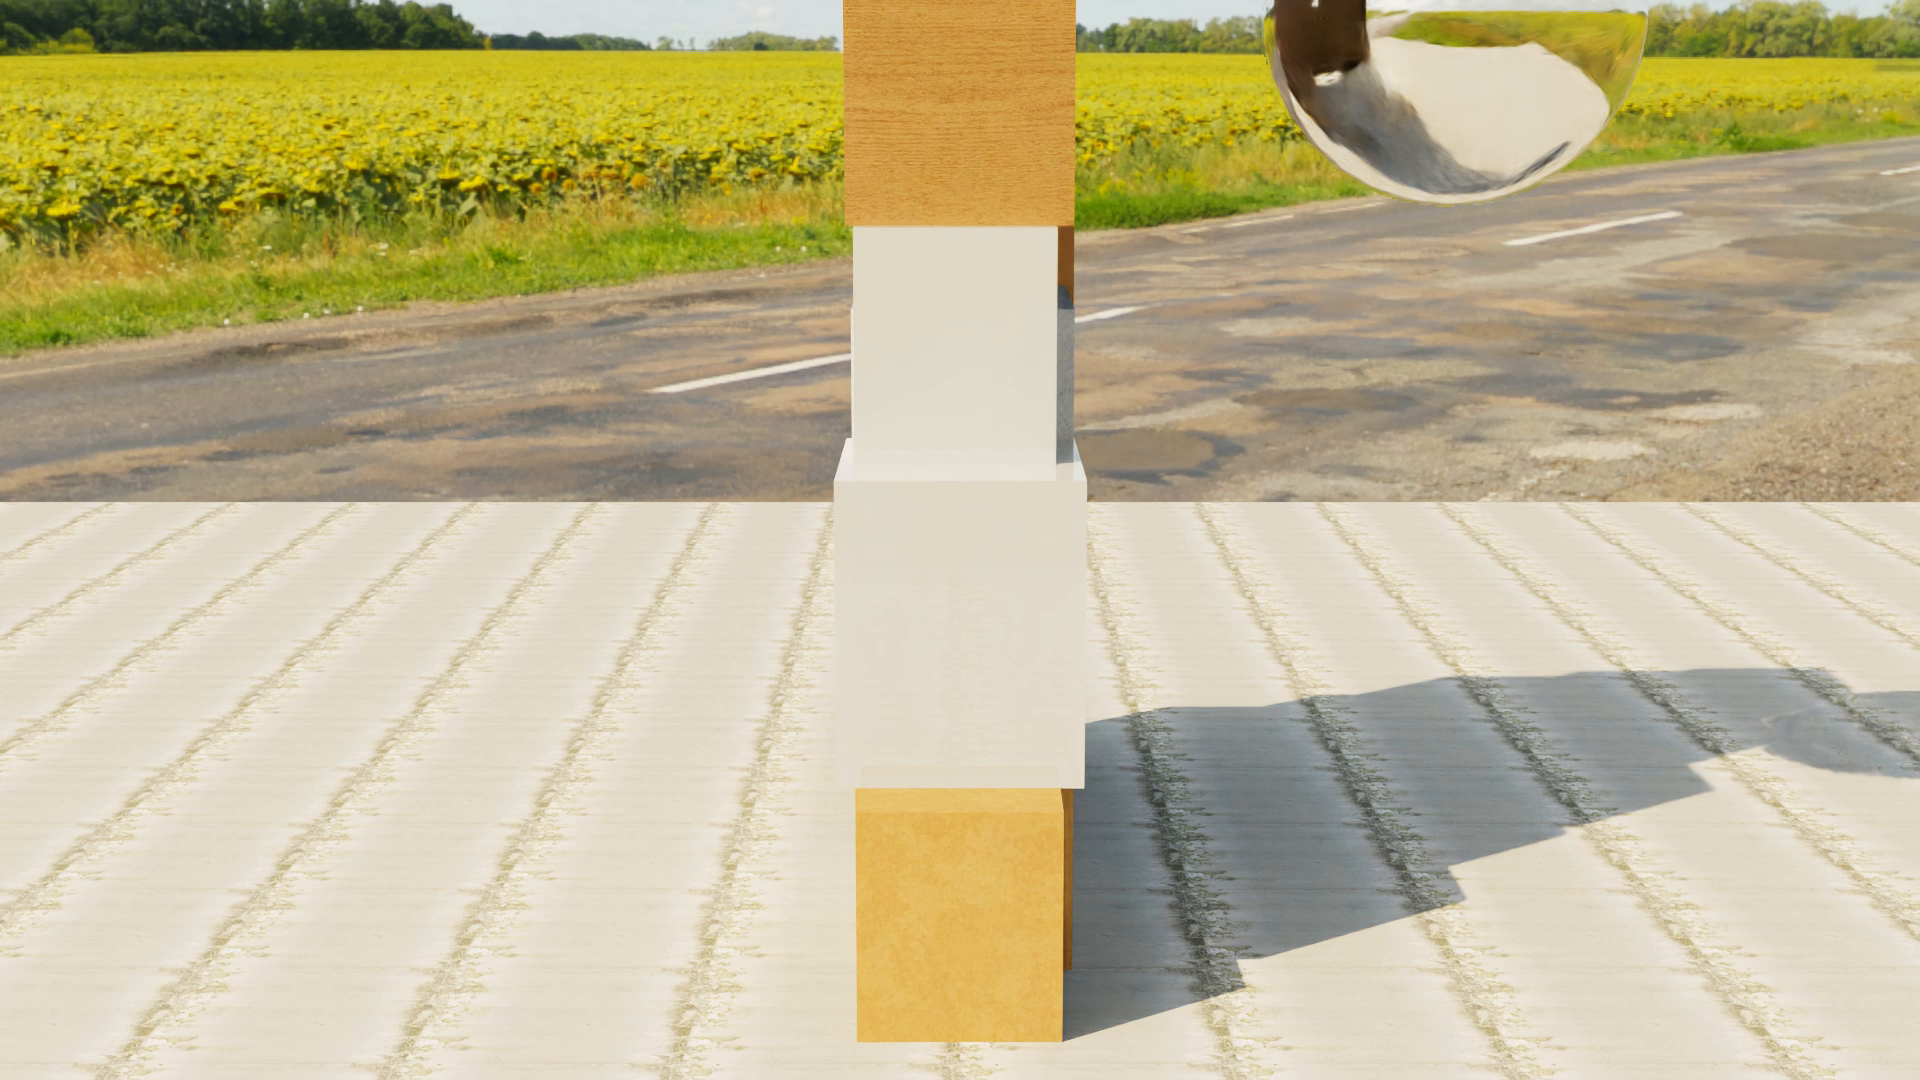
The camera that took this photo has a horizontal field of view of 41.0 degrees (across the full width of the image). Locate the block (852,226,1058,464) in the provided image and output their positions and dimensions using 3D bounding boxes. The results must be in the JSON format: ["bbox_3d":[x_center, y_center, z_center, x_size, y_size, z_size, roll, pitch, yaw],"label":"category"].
[{"bbox_3d":[-0.018,-0.804,10.068,0.765,0.894,0.824,0,11,0],"label":"block"}]

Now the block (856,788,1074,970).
[{"bbox_3d":[0.017,1.206,10.485,0.855,0.877,0.773,0,10,0],"label":"block"}]

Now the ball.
[{"bbox_3d":[2.074,-2.216,10.777,1.600,1.600,1.600,0,10,0],"label":"ball"}]

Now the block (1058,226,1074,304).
[{"bbox_3d":[0.017,-1.111,11.855,0.974,1.034,0.960,0,11,0],"label":"block"}]

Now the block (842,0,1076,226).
[{"bbox_3d":[-0.002,-1.759,10.063,0.868,0.985,0.938,0,11,0],"label":"block"}]

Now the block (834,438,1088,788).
[{"bbox_3d":[0.002,0.258,9.994,0.924,1.163,1.061,0,11,0],"label":"block"}]

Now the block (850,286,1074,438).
[{"bbox_3d":[0.011,-0.616,10.988,0.914,0.852,0.898,0,12,0],"label":"block"}]

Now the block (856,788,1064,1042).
[{"bbox_3d":[-0.001,1.346,9.719,0.753,0.874,0.764,0,10,0],"label":"block"}]
